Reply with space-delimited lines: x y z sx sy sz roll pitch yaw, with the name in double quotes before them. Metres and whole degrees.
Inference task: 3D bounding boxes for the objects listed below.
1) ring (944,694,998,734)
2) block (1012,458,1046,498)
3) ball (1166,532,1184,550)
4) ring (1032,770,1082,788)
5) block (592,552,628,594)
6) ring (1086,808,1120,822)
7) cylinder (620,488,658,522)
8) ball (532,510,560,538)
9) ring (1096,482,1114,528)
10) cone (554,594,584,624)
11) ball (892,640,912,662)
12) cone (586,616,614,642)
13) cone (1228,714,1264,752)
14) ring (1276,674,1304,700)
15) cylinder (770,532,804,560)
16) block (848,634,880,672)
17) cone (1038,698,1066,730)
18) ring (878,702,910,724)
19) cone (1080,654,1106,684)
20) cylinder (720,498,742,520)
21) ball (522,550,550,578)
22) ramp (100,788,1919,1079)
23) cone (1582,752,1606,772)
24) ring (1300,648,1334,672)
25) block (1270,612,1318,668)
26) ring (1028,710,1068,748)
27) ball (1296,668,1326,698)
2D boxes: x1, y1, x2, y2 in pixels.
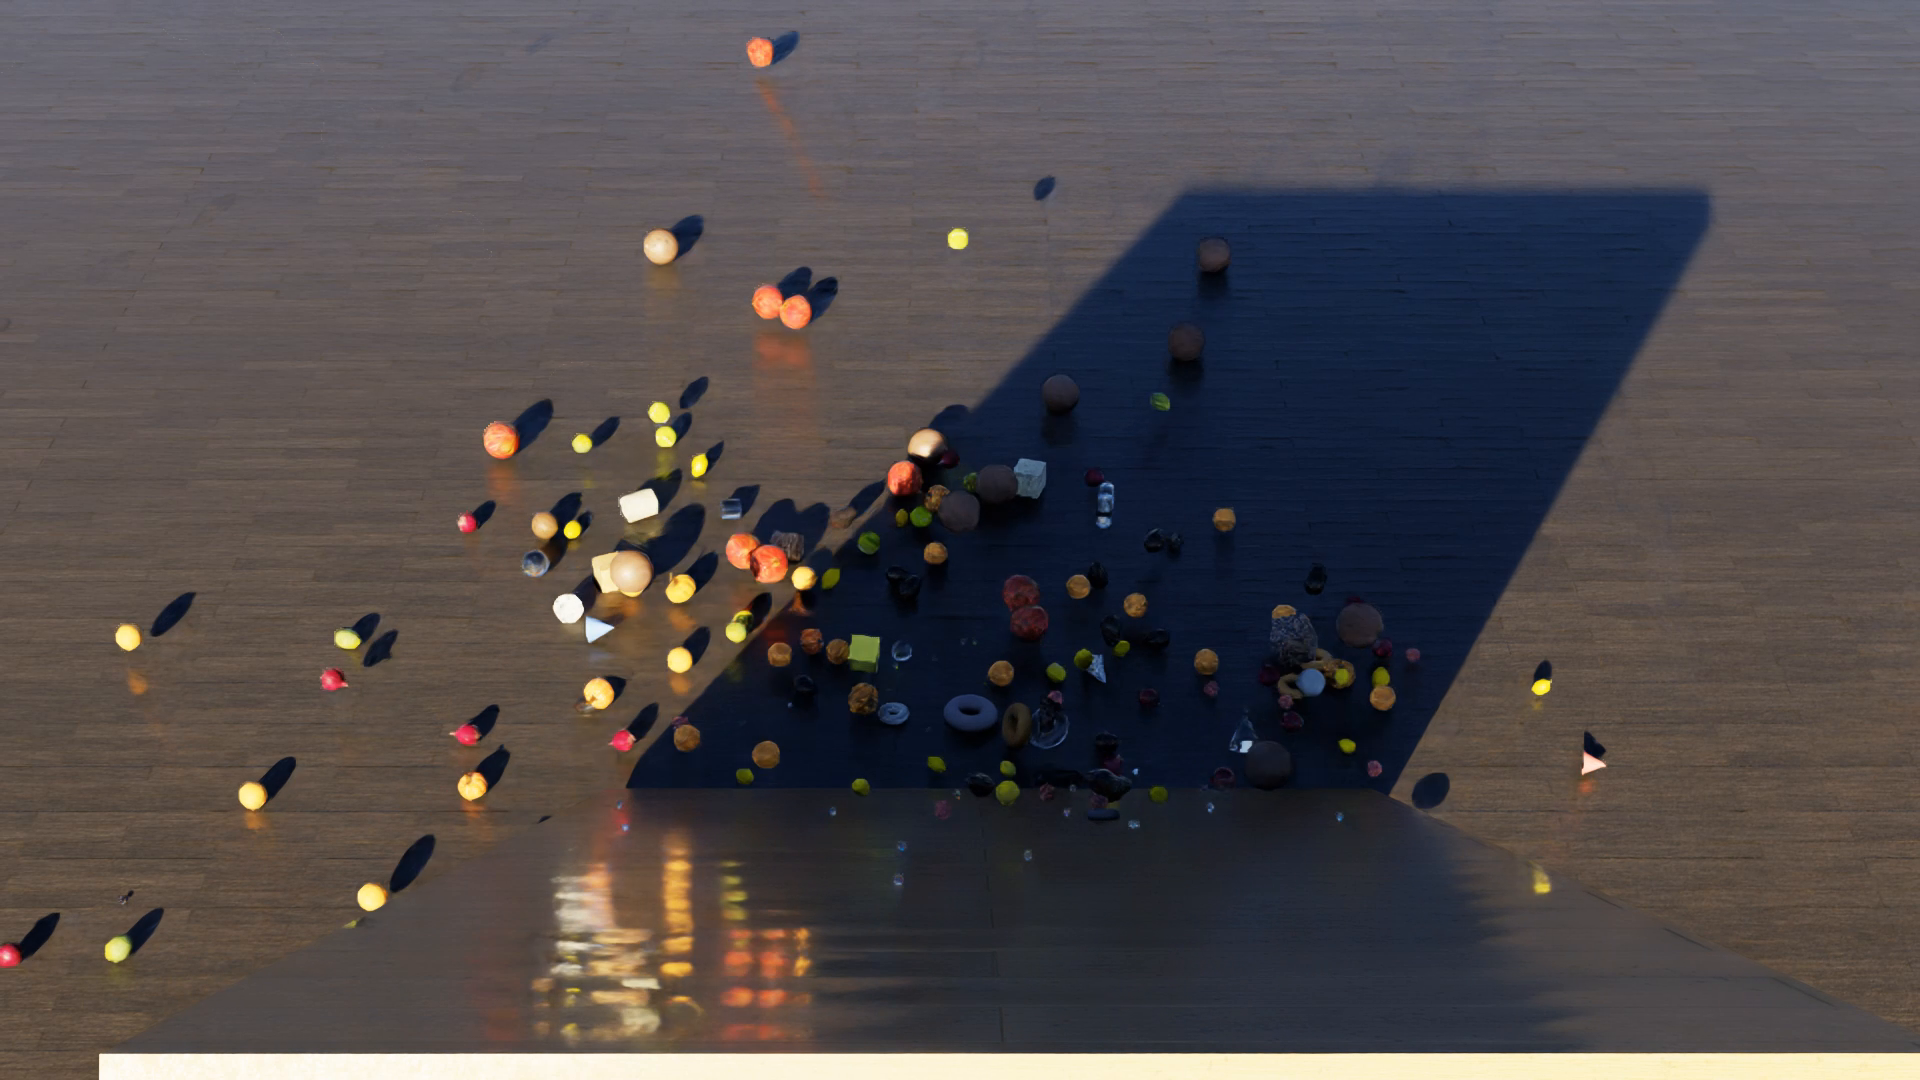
"ring" 0.029 0.479 7.143 0.150 0.050 0.150 2 31 -1
"block" 0.216 -0.193 8.113 0.084 0.084 0.084 10 35 14
"ball" 0.650 0.001 7.853 0.052 0.052 0.052 0 34 0
"ring" 0.256 0.630 6.850 0.131 0.044 0.131 1 -3 0
"block" -1.036 0.096 7.687 0.079 0.079 0.079 -15 37 -21
"ring" 0.319 0.612 5.785 0.075 0.025 0.075 0 -3 0
"cylinder" -0.985 -0.107 7.983 0.086 0.086 0.086 -20 39 -27
"ball" -1.261 -0.046 7.894 0.086 0.086 0.086 0 34 0
"ring" 0.444 -0.106 7.930 0.048 0.145 0.145 5 34 3
"cone" -1.134 0.193 7.579 0.086 0.086 0.086 3 7 4
"ball" -0.165 0.314 7.379 0.060 0.060 0.060 0 34 0
"cone" -1.026 0.253 7.445 0.077 0.077 0.077 -5 33 8
"cone" 0.769 0.511 6.993 0.096 0.096 0.096 0 67 0
"ring" 0.932 0.410 7.262 0.094 0.031 0.094 0 38 0
"cylinder" -0.519 0.019 7.797 0.082 0.082 0.082 5 34 17
"block" -0.269 0.321 7.322 0.077 0.077 0.077 7 64 4
"cone" 0.232 0.483 7.009 0.083 0.083 0.083 18 64 24
"ring" -0.183 0.479 7.162 0.086 0.029 0.086 1 33 0
"cone" 0.391 0.373 7.313 0.078 0.078 0.078 -19 65 -26
"cylinder" -0.705 -0.095 7.983 0.060 0.060 0.060 -4 34 -11
"ball" -1.264 0.071 7.723 0.081 0.081 0.081 0 34 0
"ramp" 0.075 0.651 4.787 2.000 0.100 4.000 0 -1 0
"cone" 1.700 0.599 6.942 0.062 0.062 0.062 10 35 13
"ring" 1.008 0.341 7.363 0.103 0.034 0.103 1 32 -1
"block" 0.945 0.283 7.342 0.099 0.099 0.099 -14 37 26
"ring" 0.239 0.511 7.070 0.123 0.041 0.123 -11 56 18
"ball" 0.974 0.396 7.199 0.080 0.080 0.080 0 34 0
